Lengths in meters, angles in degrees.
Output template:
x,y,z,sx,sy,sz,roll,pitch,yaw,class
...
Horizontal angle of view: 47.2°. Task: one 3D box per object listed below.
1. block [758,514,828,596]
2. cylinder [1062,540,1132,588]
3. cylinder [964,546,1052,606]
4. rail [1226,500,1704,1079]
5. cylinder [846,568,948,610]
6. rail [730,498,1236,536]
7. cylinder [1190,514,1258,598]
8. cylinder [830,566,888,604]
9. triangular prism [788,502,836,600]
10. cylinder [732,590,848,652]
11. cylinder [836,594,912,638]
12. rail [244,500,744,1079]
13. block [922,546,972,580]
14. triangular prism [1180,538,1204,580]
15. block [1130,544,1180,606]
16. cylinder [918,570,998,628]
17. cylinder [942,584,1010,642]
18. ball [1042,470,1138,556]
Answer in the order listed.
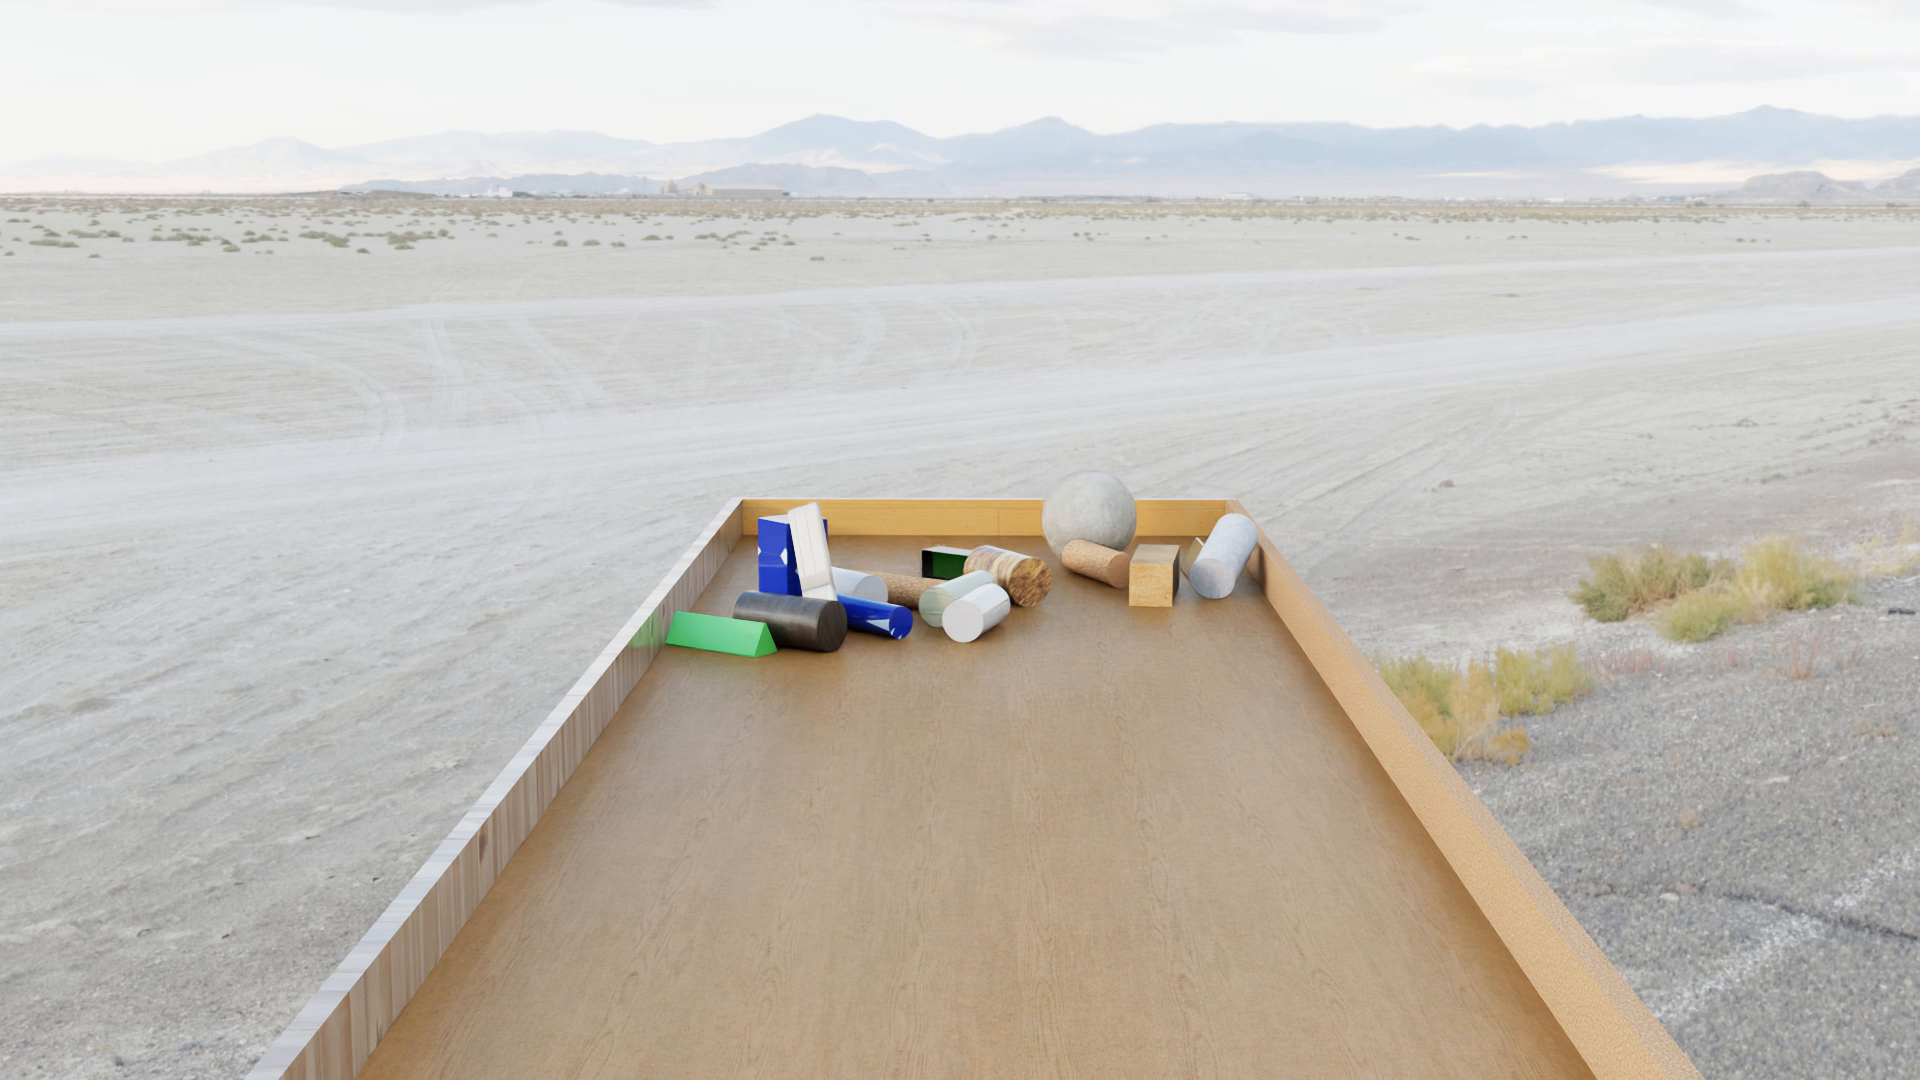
x,y,z,sx,sy,sz,roll,pitch,yaw,class
-0.542,0.109,7.162,0.162,0.363,0.162,-8,12,-39,block
0.509,0.086,8.060,0.127,0.127,0.359,-4,10,-24,cylinder
0.164,0.124,7.683,0.170,0.170,0.308,-5,10,-30,cylinder
1.046,0.843,3.208,0.050,0.150,12.000,0,9,1,rail
-0.219,0.173,7.570,0.426,0.109,0.109,6,11,33,cylinder
0.099,-0.098,9.147,2.100,0.150,0.050,0,9,1,rail
0.940,0.055,7.813,0.163,0.163,0.346,4,28,21,cylinder
-0.439,0.167,7.464,0.153,0.153,0.427,-8,12,-41,cylinder
-0.438,0.102,7.012,0.116,0.434,0.101,-16,-11,29,triangular prism
-0.533,0.253,6.894,0.329,0.162,0.162,6,11,32,cylinder
-0.340,0.238,7.172,0.105,0.105,0.438,-8,12,-43,cylinder
-1.004,0.839,3.234,0.050,0.150,12.000,0,9,1,rail
0.051,0.103,8.019,0.409,0.108,0.108,7,12,39,block
0.903,0.078,8.141,0.130,0.112,0.414,0,9,-2,triangular prism
0.689,0.123,7.763,0.148,0.148,0.425,1,9,9,block
-0.001,0.195,7.351,0.135,0.135,0.349,4,10,25,cylinder
0.055,0.234,7.097,0.137,0.137,0.306,3,9,17,cylinder
0.493,-0.086,8.386,0.366,0.366,0.366,0,9,0,ball
